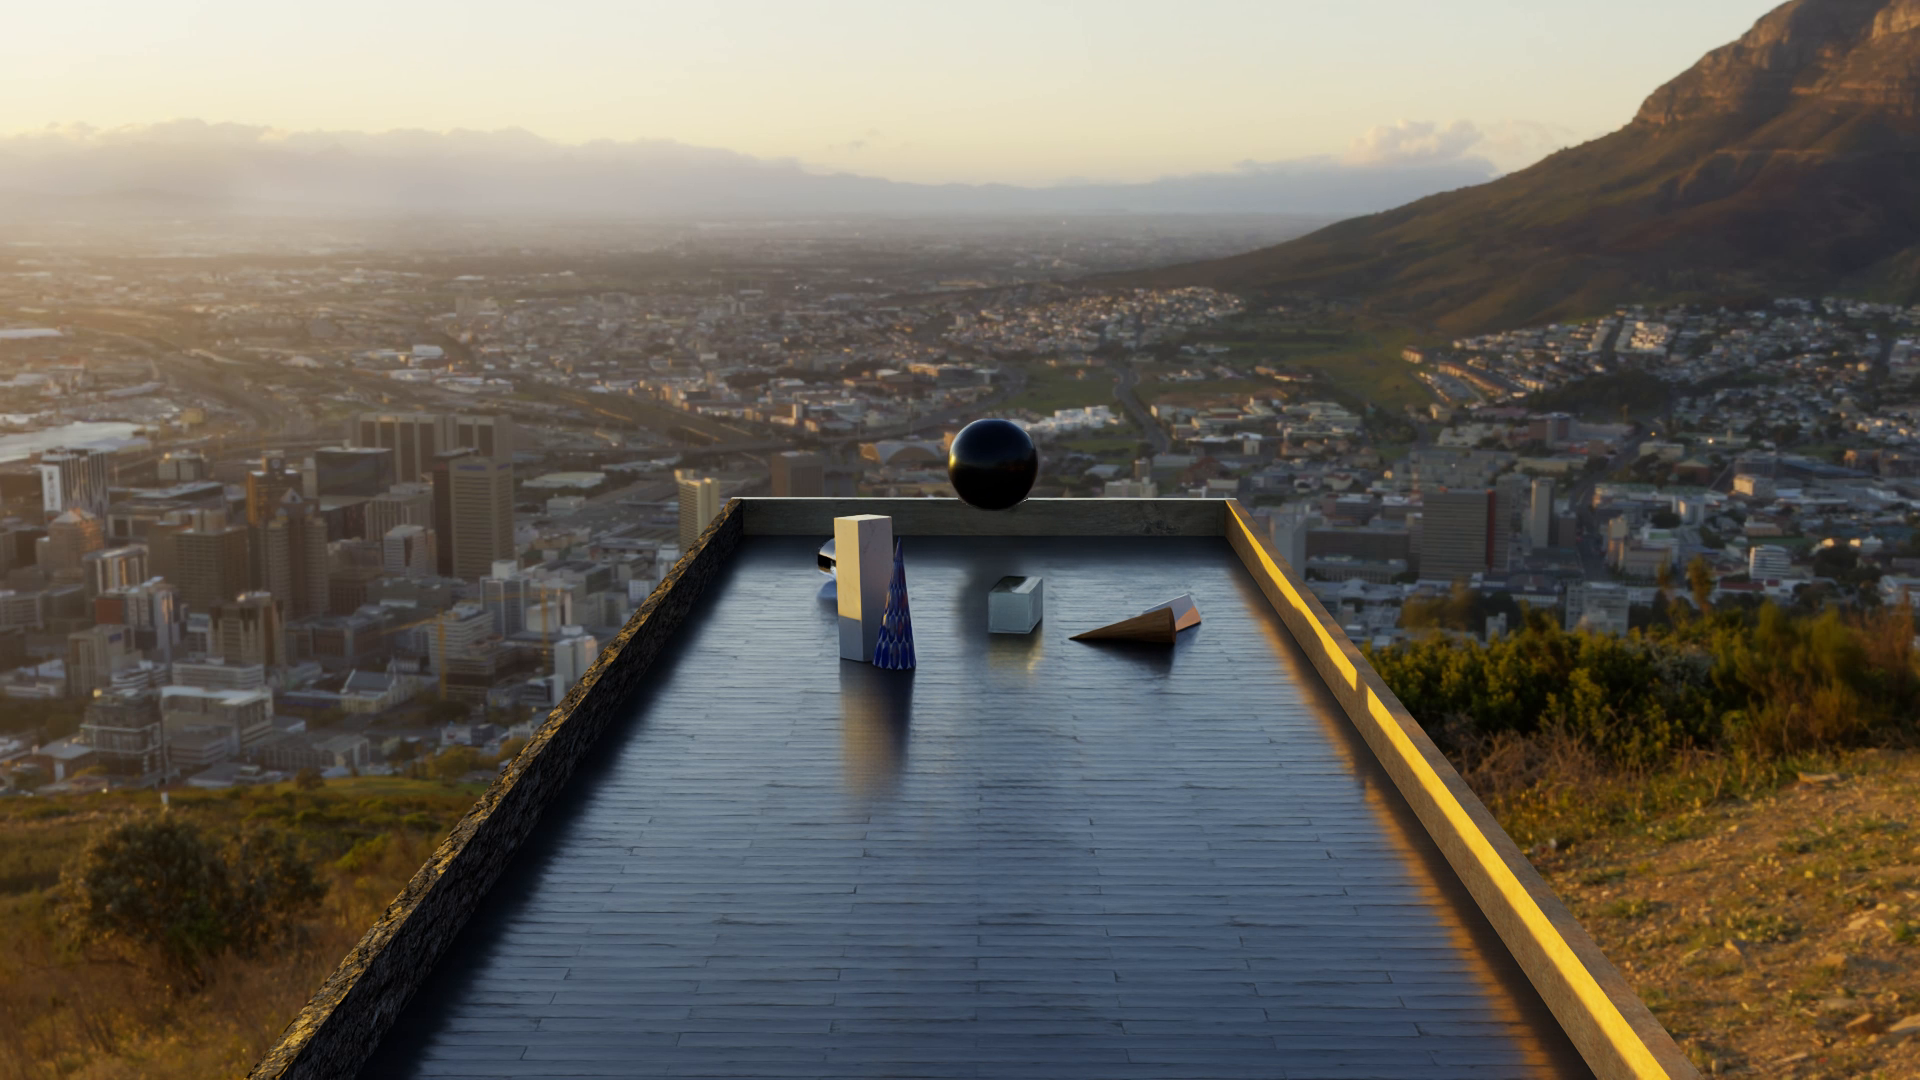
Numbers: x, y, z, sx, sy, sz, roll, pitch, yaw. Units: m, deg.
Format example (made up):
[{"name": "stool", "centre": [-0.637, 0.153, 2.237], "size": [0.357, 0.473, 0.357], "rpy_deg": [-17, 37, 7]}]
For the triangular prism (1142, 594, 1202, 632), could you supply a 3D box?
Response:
[{"name": "triangular prism", "centre": [0.673, 0.244, 7.166], "size": [0.103, 0.089, 0.339], "rpy_deg": [6, 11, 29]}]

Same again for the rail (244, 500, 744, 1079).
[{"name": "rail", "centre": [-1.004, 0.839, 3.234], "size": [0.050, 0.150, 12.000], "rpy_deg": [0, 9, 1]}]

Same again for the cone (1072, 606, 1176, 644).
[{"name": "cone", "centre": [0.506, 0.291, 6.985], "size": [0.342, 0.118, 0.118], "rpy_deg": [-8, 7, 14]}]

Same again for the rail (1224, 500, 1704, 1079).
[{"name": "rail", "centre": [1.046, 0.843, 3.208], "size": [0.050, 0.150, 12.000], "rpy_deg": [0, 9, 1]}]

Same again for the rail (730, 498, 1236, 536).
[{"name": "rail", "centre": [0.099, -0.098, 9.147], "size": [2.100, 0.150, 0.050], "rpy_deg": [0, 9, 1]}]

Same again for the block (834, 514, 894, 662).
[{"name": "block", "centre": [-0.288, 0.144, 6.706], "size": [0.125, 0.429, 0.125], "rpy_deg": [-7, 8, -37]}]

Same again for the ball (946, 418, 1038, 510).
[{"name": "ball", "centre": [0.135, -0.313, 8.991], "size": [0.376, 0.376, 0.376], "rpy_deg": [0, 9, 0]}]

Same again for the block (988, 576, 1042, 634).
[{"name": "block", "centre": [0.185, 0.212, 7.250], "size": [0.132, 0.132, 0.308], "rpy_deg": [2, 9, 10]}]

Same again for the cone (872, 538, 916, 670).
[{"name": "cone", "centre": [-0.189, 0.176, 6.589], "size": [0.133, 0.402, 0.133], "rpy_deg": [3, 12, -1]}]

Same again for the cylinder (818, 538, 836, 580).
[{"name": "cylinder", "centre": [-0.363, 0.093, 7.928], "size": [0.155, 0.155, 0.371], "rpy_deg": [-5, 10, -28]}]
